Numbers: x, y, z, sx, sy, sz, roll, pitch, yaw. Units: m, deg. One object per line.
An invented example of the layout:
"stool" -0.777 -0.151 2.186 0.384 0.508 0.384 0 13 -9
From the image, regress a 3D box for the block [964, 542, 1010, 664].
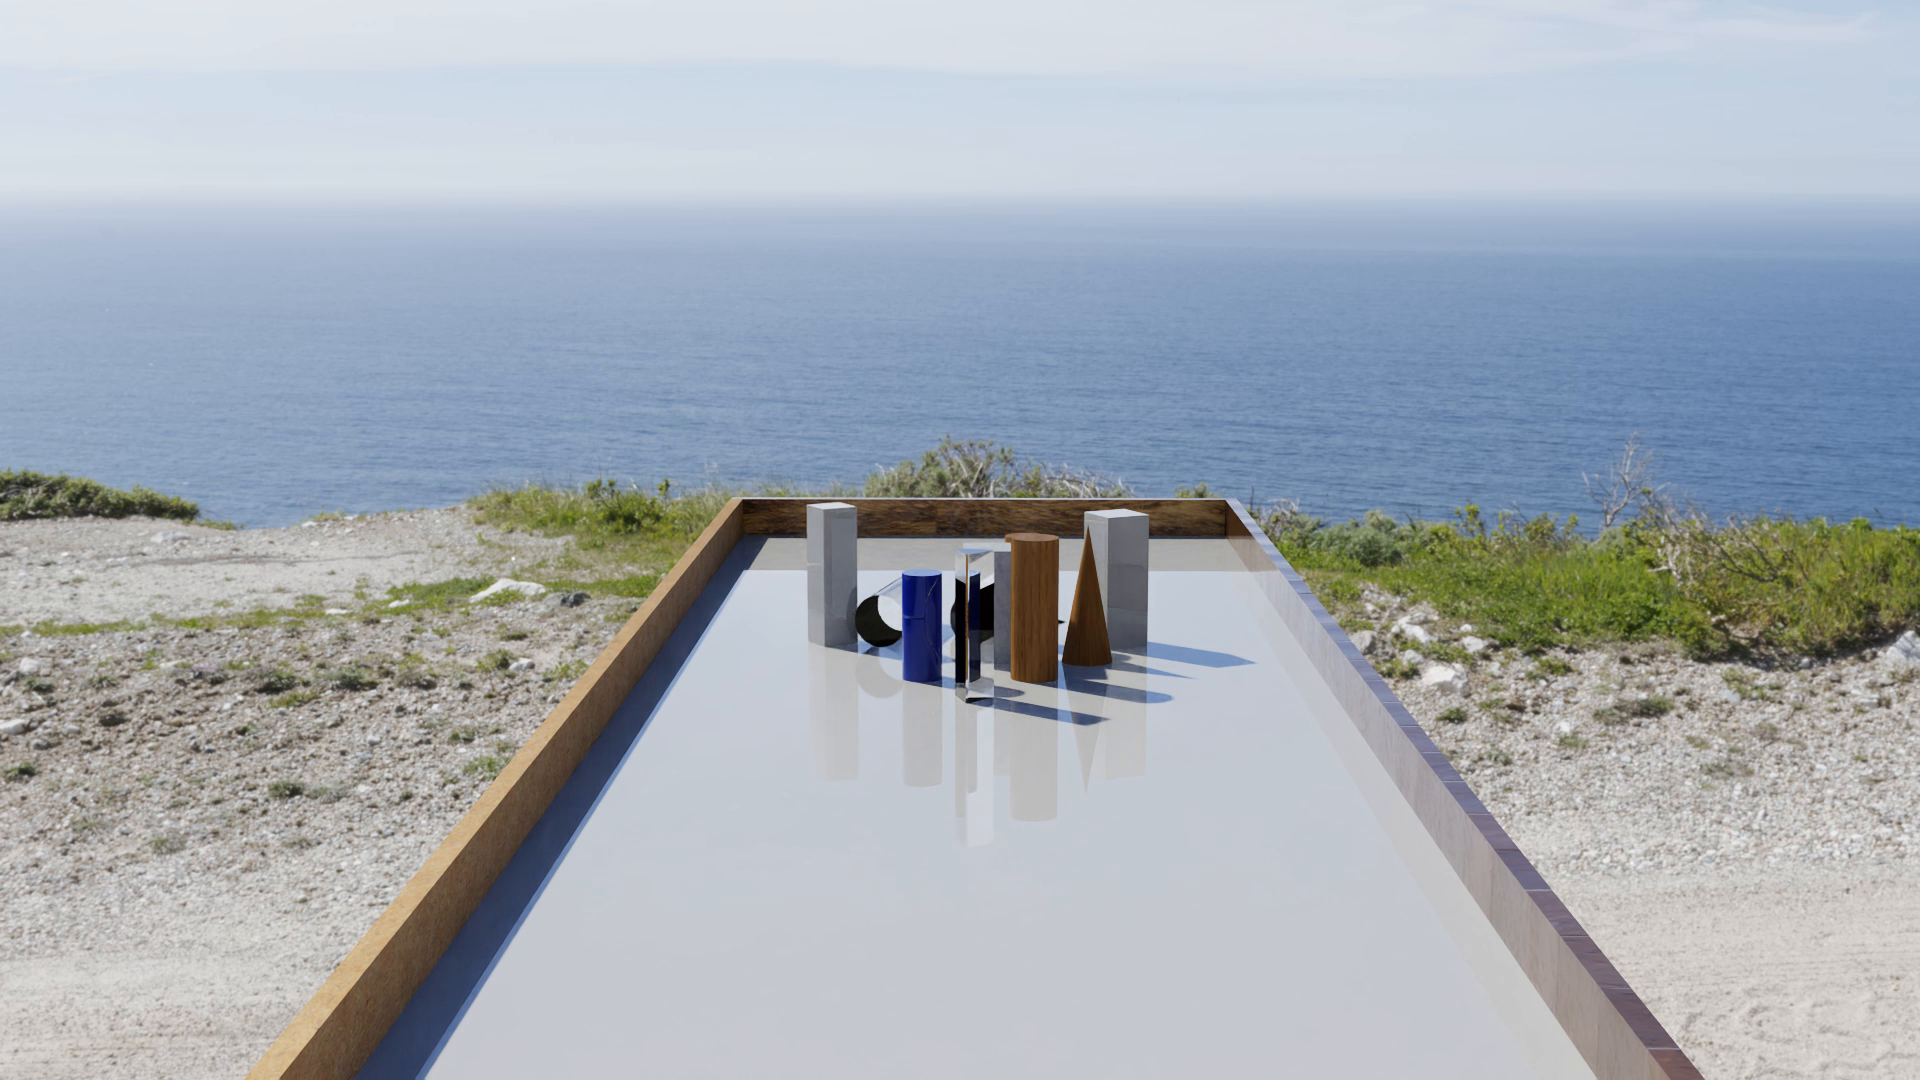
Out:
"block" 0.092 0.192 6.697 0.164 0.345 0.164 0 9 0

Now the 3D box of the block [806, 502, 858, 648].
"block" -0.403 0.108 6.935 0.117 0.436 0.117 -5 10 -30

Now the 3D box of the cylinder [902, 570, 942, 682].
"cylinder" -0.111 0.250 6.430 0.118 0.314 0.118 0 9 0

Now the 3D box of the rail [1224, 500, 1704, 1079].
"rail" 1.046 0.843 3.208 0.050 0.150 12.000 0 9 1

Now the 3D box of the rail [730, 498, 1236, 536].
"rail" 0.099 -0.098 9.147 2.100 0.150 0.050 0 9 1

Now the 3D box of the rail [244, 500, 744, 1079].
"rail" -1.004 0.839 3.234 0.050 0.150 12.000 0 9 1

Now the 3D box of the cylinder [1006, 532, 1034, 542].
"cylinder" 0.204 0.157 6.918 0.125 0.345 0.125 0 9 0

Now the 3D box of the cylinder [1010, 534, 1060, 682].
"cylinder" 0.218 0.198 6.426 0.140 0.417 0.140 0 9 0

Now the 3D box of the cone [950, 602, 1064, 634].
"cone" 0.181 0.259 7.167 0.434 0.129 0.129 4 5 -36

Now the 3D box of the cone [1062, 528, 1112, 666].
"cone" 0.386 0.160 6.655 0.155 0.422 0.155 0 9 0

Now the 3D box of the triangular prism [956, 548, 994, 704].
"triangular prism" 0.023 0.237 6.171 0.095 0.421 0.110 9 12 43

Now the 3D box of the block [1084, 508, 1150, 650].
"block" 0.490 0.122 6.909 0.147 0.416 0.147 -4 10 -26

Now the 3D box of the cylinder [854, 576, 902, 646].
"cylinder" -0.200 0.222 7.083 0.165 0.165 0.424 2 9 14
